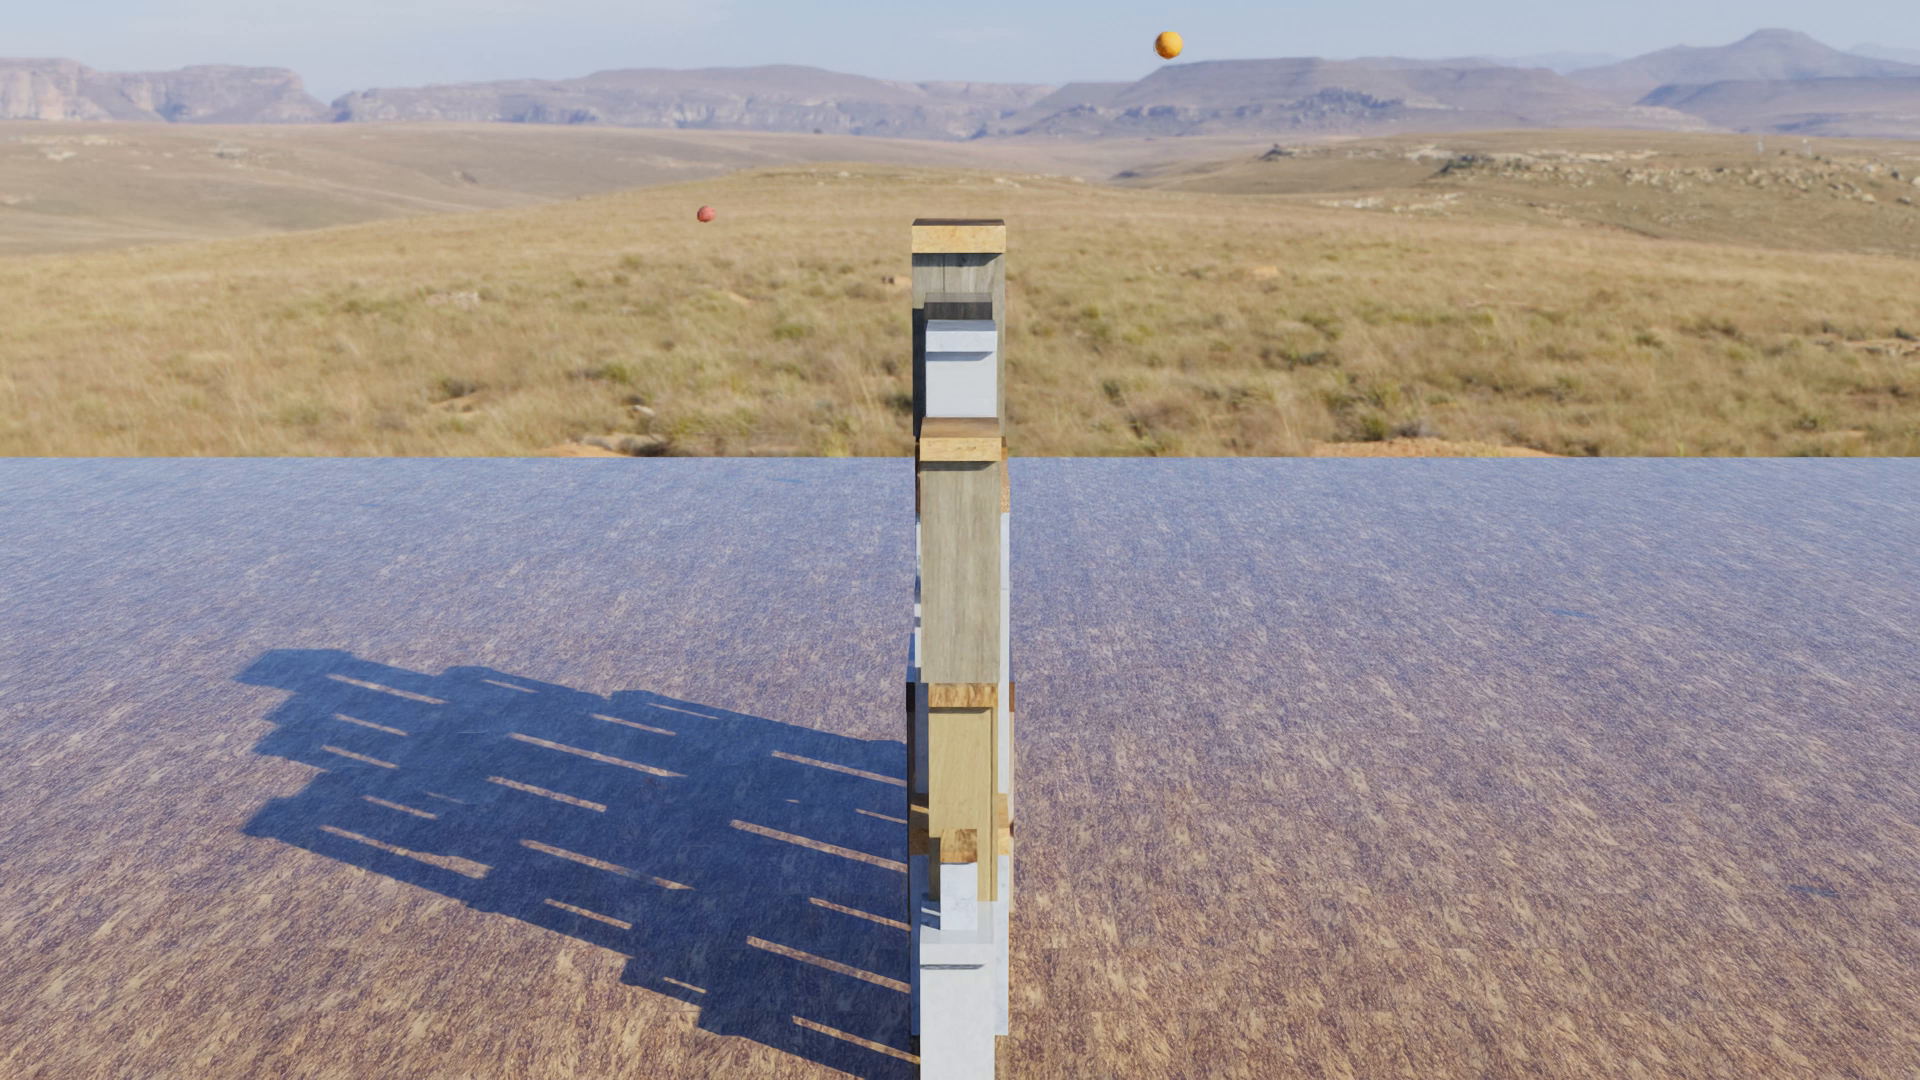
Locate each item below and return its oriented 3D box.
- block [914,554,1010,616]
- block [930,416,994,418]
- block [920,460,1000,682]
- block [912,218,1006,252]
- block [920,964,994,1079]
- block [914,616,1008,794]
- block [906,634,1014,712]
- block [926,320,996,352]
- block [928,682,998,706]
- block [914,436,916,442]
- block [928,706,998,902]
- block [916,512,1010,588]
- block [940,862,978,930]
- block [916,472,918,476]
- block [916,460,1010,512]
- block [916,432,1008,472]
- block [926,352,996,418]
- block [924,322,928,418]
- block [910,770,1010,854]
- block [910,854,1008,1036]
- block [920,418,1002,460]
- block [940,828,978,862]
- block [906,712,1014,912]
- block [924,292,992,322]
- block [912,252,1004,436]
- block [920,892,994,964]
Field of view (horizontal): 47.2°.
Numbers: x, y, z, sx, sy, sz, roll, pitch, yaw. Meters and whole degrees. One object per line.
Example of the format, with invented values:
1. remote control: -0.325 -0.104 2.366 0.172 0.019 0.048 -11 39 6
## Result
1. block: 0.003 0.065 3.223 0.133 0.038 0.266 0 11 0
2. block: 0.001 -0.152 3.174 0.095 0.027 0.190 0 11 1
3. block: 0.001 0.039 2.930 0.106 0.303 0.030 0 11 0
4. block: -0.002 -0.529 3.809 0.156 0.044 0.312 0 11 0
5. block: -0.003 0.637 2.888 0.097 0.194 0.027 0 11 0
6. block: 0.003 0.231 3.164 0.133 0.266 0.038 0 11 0
7. block: 0.001 0.217 3.654 0.172 0.049 0.345 0 11 0
8. block: 0.002 -0.313 3.354 0.105 0.030 0.210 0 11 0
9. block: 0.005 0.192 3.011 0.093 0.026 0.186 0 11 0
10. block: -0.003 -0.313 3.955 0.156 0.433 0.044 0 11 1
11. block: 0.005 0.352 2.978 0.093 0.278 0.026 0 11 0
12. block: 0.004 0.168 3.431 0.143 0.442 0.041 0 10 0
13. block: -0.002 0.463 2.880 0.048 0.096 0.014 0 11 0
14. block: 0.002 0.029 3.705 0.152 0.303 0.043 0 11 0
15. block: 0.004 -0.087 3.481 0.143 0.041 0.286 0 11 0
16. block: 0.002 -0.160 3.772 0.152 0.043 0.303 0 11 0
17. block: 0.002 -0.182 3.307 0.105 0.210 0.030 0 11 0
18. block: -0.003 -0.234 3.517 0.108 0.236 0.031 0 11 0
19. block: -0.001 0.388 3.150 0.137 0.039 0.274 0 11 0
20. block: -0.001 0.559 3.089 0.137 0.274 0.039 0 11 0
21. block: 0.001 -0.137 2.969 0.106 0.030 0.211 0 11 0
22. block: -0.001 0.403 2.902 0.048 0.014 0.096 0 11 0
23. block: 0.001 0.432 3.577 0.172 0.345 0.049 0 11 0
24. block: -0.003 -0.378 3.563 0.108 0.031 0.216 0 11 0
25. block: -0.002 -0.334 3.739 0.156 0.312 0.044 0 11 0
26. block: -0.003 0.516 2.931 0.097 0.027 0.194 0 11 0
